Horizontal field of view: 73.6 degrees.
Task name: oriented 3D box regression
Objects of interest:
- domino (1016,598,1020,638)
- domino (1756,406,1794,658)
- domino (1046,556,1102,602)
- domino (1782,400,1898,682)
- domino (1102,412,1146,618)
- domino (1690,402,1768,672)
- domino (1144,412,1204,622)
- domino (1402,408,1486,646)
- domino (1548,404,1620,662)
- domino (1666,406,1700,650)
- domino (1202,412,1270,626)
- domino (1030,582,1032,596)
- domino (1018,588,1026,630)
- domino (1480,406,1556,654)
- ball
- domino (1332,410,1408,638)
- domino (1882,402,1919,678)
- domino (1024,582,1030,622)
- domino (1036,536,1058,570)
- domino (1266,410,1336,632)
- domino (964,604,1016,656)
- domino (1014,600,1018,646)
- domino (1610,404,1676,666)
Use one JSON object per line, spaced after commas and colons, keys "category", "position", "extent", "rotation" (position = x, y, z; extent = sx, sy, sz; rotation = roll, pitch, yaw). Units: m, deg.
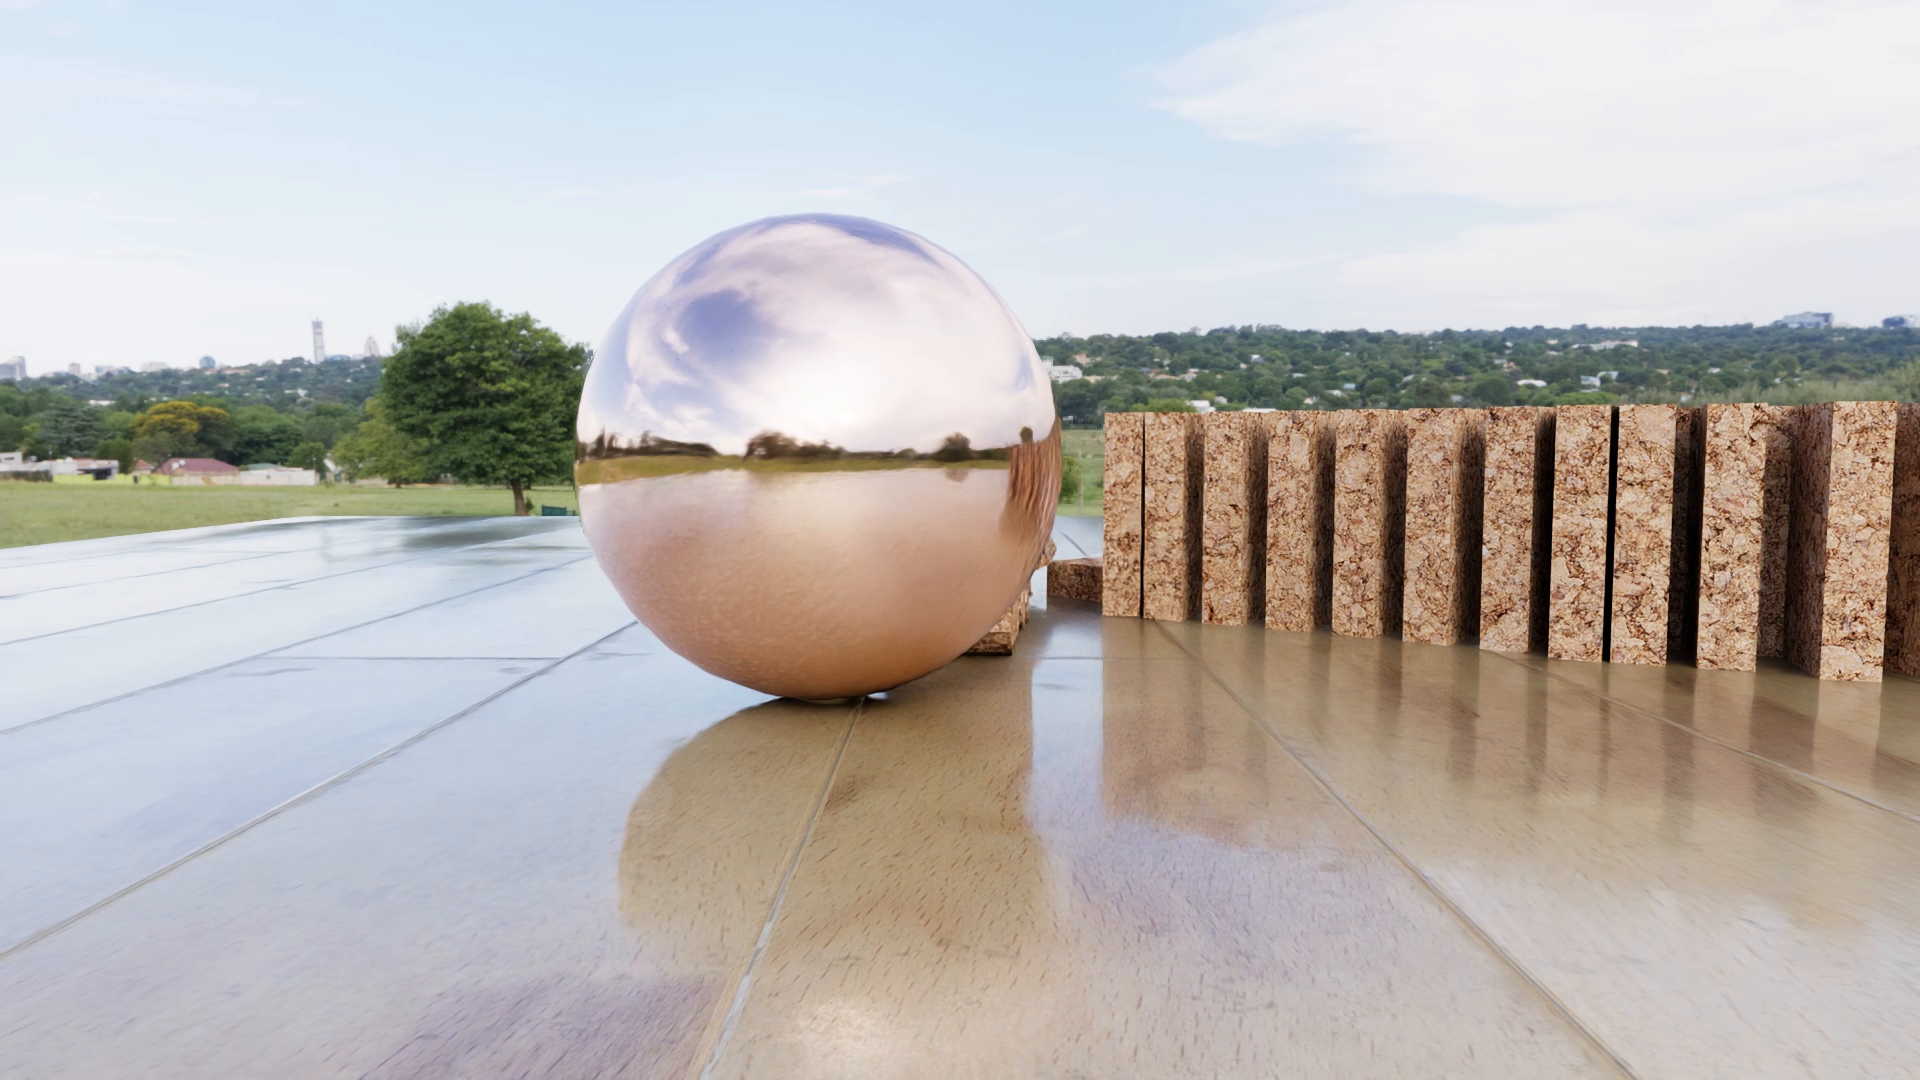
{"category": "domino", "position": [0.002, -0.002, 0.294], "extent": [0.025, 0.050, 0.010], "rotation": [0, -33, 7]}
{"category": "domino", "position": [0.169, -0.002, 0.266], "extent": [0.010, 0.050, 0.025], "rotation": [2, 5, 23]}
{"category": "domino", "position": [0.052, 0.010, 0.368], "extent": [0.050, 0.010, 0.025], "rotation": [-3, 5, -38]}
{"category": "domino", "position": [0.164, 0.000, 0.241], "extent": [0.010, 0.050, 0.025], "rotation": [1, 5, 19]}
{"category": "domino", "position": [0.044, -0.007, 0.326], "extent": [0.010, 0.050, 0.025], "rotation": [2, 5, 22]}
{"category": "domino", "position": [0.150, -0.001, 0.251], "extent": [0.010, 0.050, 0.025], "rotation": [2, 5, 27]}
{"category": "domino", "position": [0.054, -0.006, 0.319], "extent": [0.009, 0.050, 0.025], "rotation": [2, 5, 25]}
{"category": "domino", "position": [0.107, -0.004, 0.282], "extent": [0.010, 0.050, 0.025], "rotation": [4, 6, 40]}
{"category": "domino", "position": [0.127, -0.002, 0.261], "extent": [0.010, 0.050, 0.025], "rotation": [3, 5, 31]}
{"category": "domino", "position": [0.156, -0.003, 0.274], "extent": [0.025, 0.050, 0.009], "rotation": [-3, 5, -35]}
{"category": "domino", "position": [0.068, -0.006, 0.311], "extent": [0.010, 0.050, 0.025], "rotation": [3, 5, 33]}
{"category": "domino", "position": [0.002, -0.006, 0.332], "extent": [0.025, 0.050, 0.010], "rotation": [-10, -36, 0]}
{"category": "domino", "position": [0.004, -0.003, 0.305], "extent": [0.025, 0.050, 0.010], "rotation": [1, -33, 7]}
{"category": "domino", "position": [0.120, -0.003, 0.271], "extent": [0.010, 0.050, 0.025], "rotation": [4, 6, 40]}
{"category": "ball", "position": [-0.023, -0.014, 0.214], "extent": [0.080, 0.080, 0.080], "rotation": [0, 4, 0]}
{"category": "domino", "position": [0.095, -0.004, 0.292], "extent": [0.010, 0.050, 0.025], "rotation": [3, 5, 38]}
{"category": "domino", "position": [0.180, 0.000, 0.238], "extent": [0.010, 0.050, 0.025], "rotation": [0, 4, 3]}
{"category": "domino", "position": [0.005, -0.004, 0.317], "extent": [0.025, 0.050, 0.010], "rotation": [1, -33, 7]}
{"category": "domino", "position": [0.014, 0.005, 0.369], "extent": [0.025, 0.009, 0.050], "rotation": [-24, 1, 8]}
{"category": "domino", "position": [0.082, -0.005, 0.302], "extent": [0.010, 0.050, 0.025], "rotation": [3, 5, 36]}
{"category": "domino", "position": [0.000, 0.000, 0.270], "extent": [0.025, 0.050, 0.010], "rotation": [0, -33, 6]}
{"category": "domino", "position": [0.001, -0.001, 0.282], "extent": [0.025, 0.050, 0.009], "rotation": [1, -33, 7]}
{"category": "domino", "position": [0.137, -0.002, 0.257], "extent": [0.010, 0.050, 0.025], "rotation": [2, 5, 29]}
